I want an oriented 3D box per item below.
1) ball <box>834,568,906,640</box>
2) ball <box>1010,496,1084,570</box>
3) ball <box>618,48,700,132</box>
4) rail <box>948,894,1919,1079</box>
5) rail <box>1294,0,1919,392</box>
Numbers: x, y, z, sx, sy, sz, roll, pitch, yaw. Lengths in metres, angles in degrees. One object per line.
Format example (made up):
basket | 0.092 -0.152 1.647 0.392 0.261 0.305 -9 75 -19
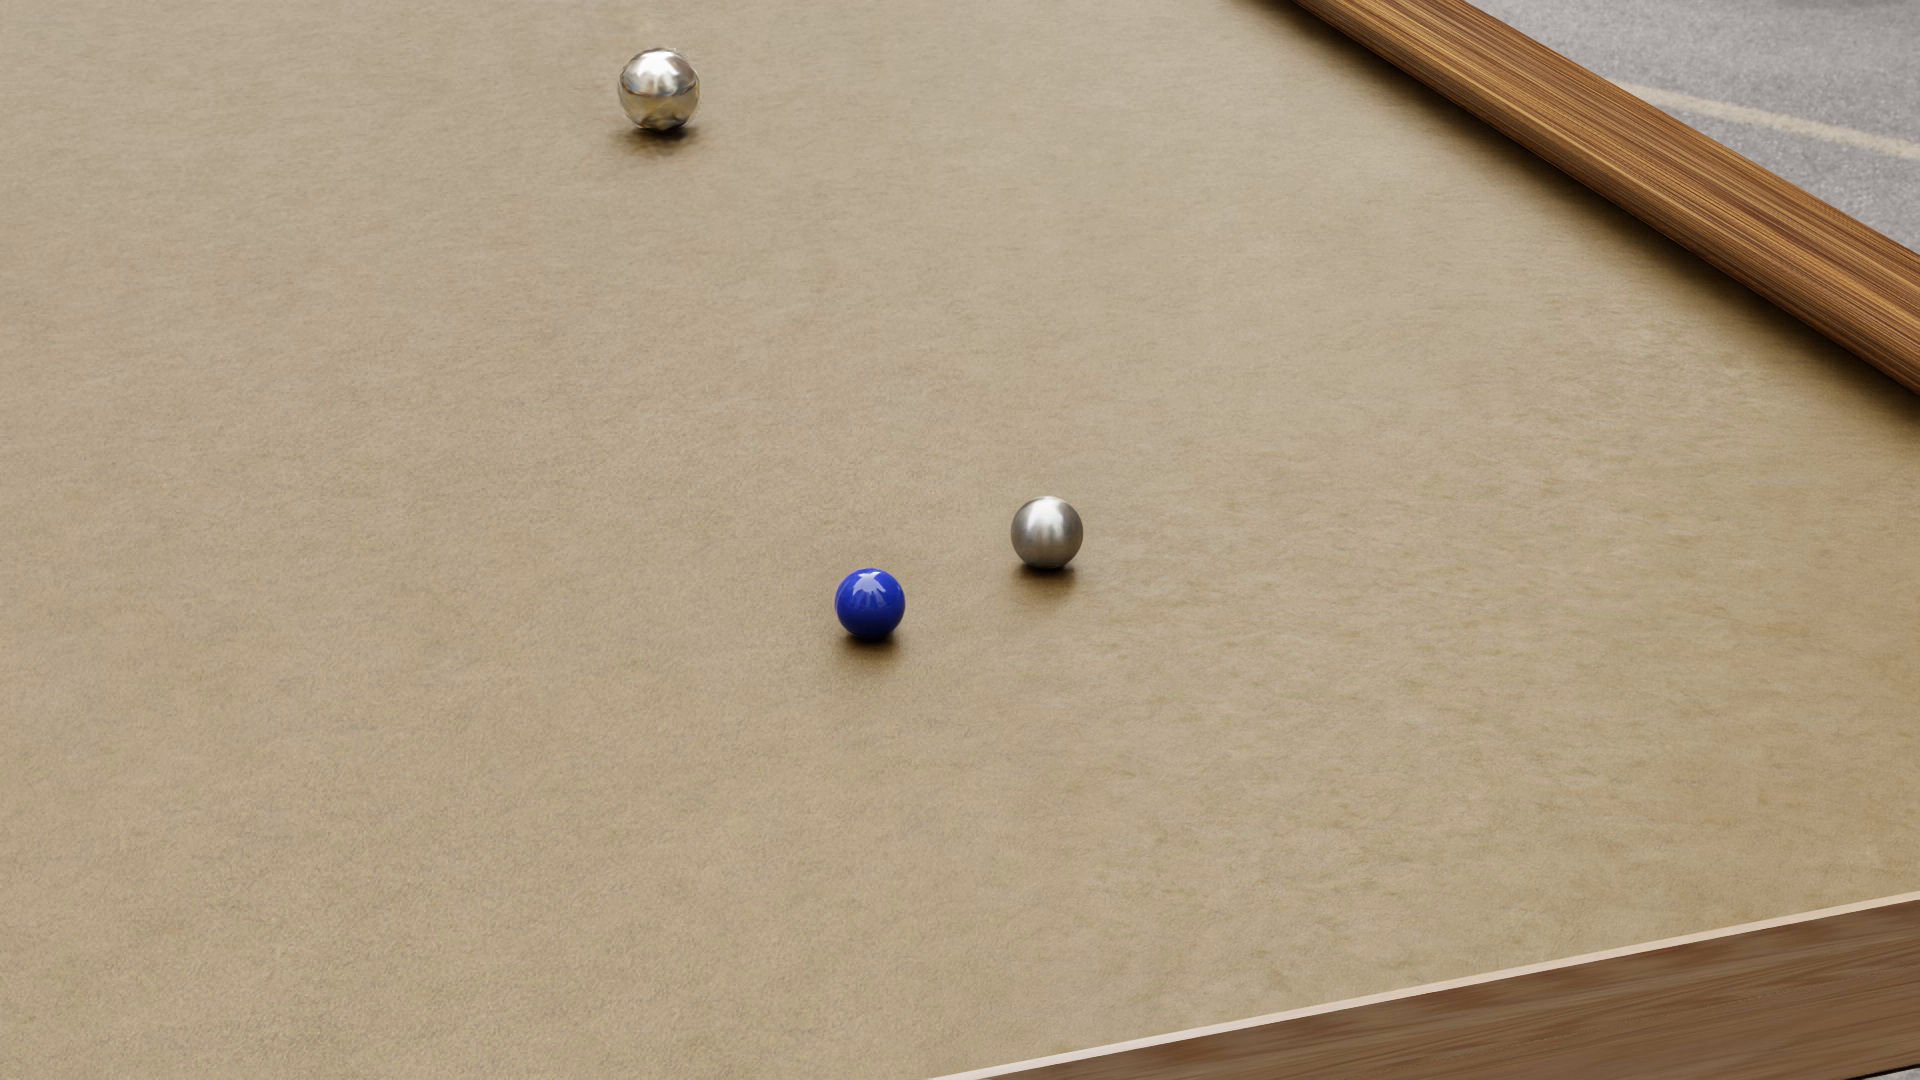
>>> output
ball | -0.060 0.042 1.957 0.048 0.048 0.048 0 26 0
ball | 0.061 -0.005 2.052 0.051 0.051 0.051 0 26 0
ball | -0.302 -0.451 2.950 0.083 0.083 0.083 0 26 0
rail | 0.209 0.254 1.442 1.655 0.108 0.045 -8 27 -16
rail | 0.550 -0.423 2.860 0.045 0.108 2.833 -8 27 -16
